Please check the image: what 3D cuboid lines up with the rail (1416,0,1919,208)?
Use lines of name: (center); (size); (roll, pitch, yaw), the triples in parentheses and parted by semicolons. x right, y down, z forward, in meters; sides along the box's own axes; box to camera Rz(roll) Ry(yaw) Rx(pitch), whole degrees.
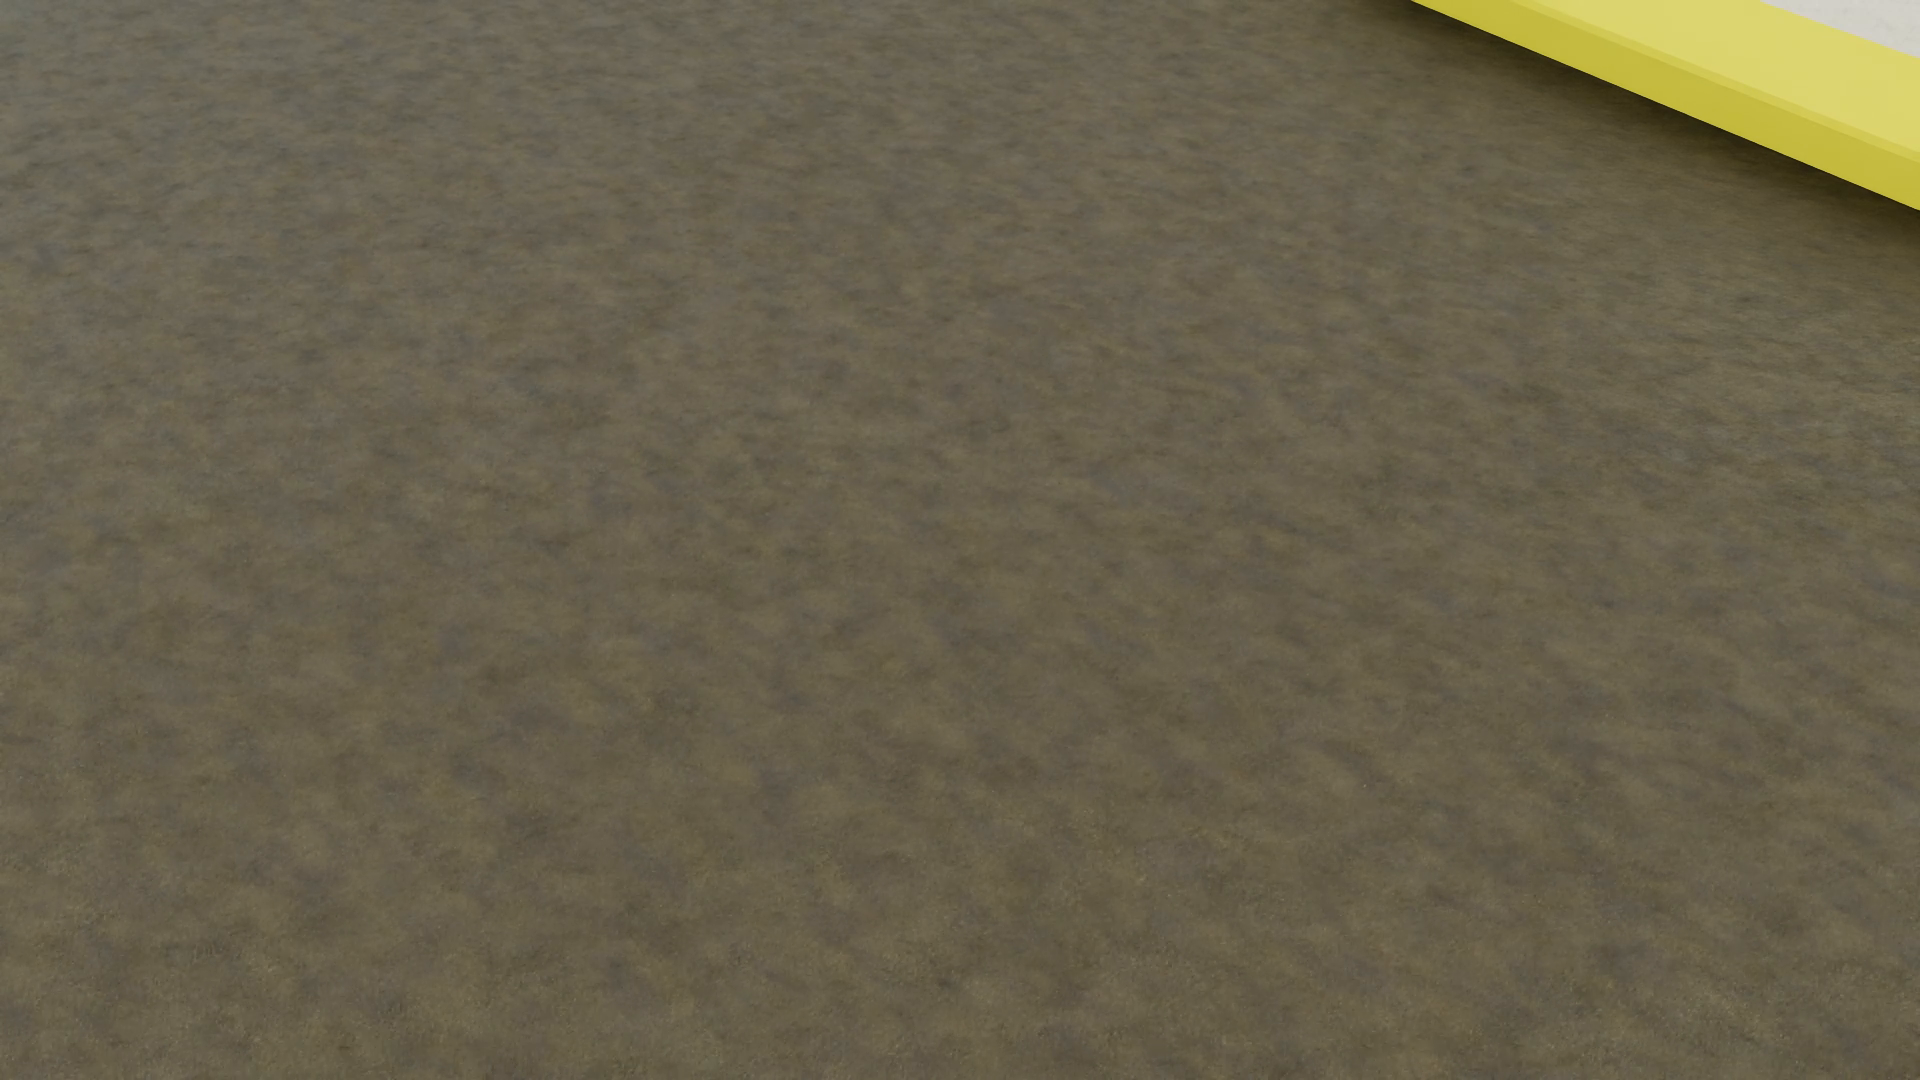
rail: (0.385, -0.678, 3.170); (0.045, 0.128, 4.128); (-15, 31, -27)
